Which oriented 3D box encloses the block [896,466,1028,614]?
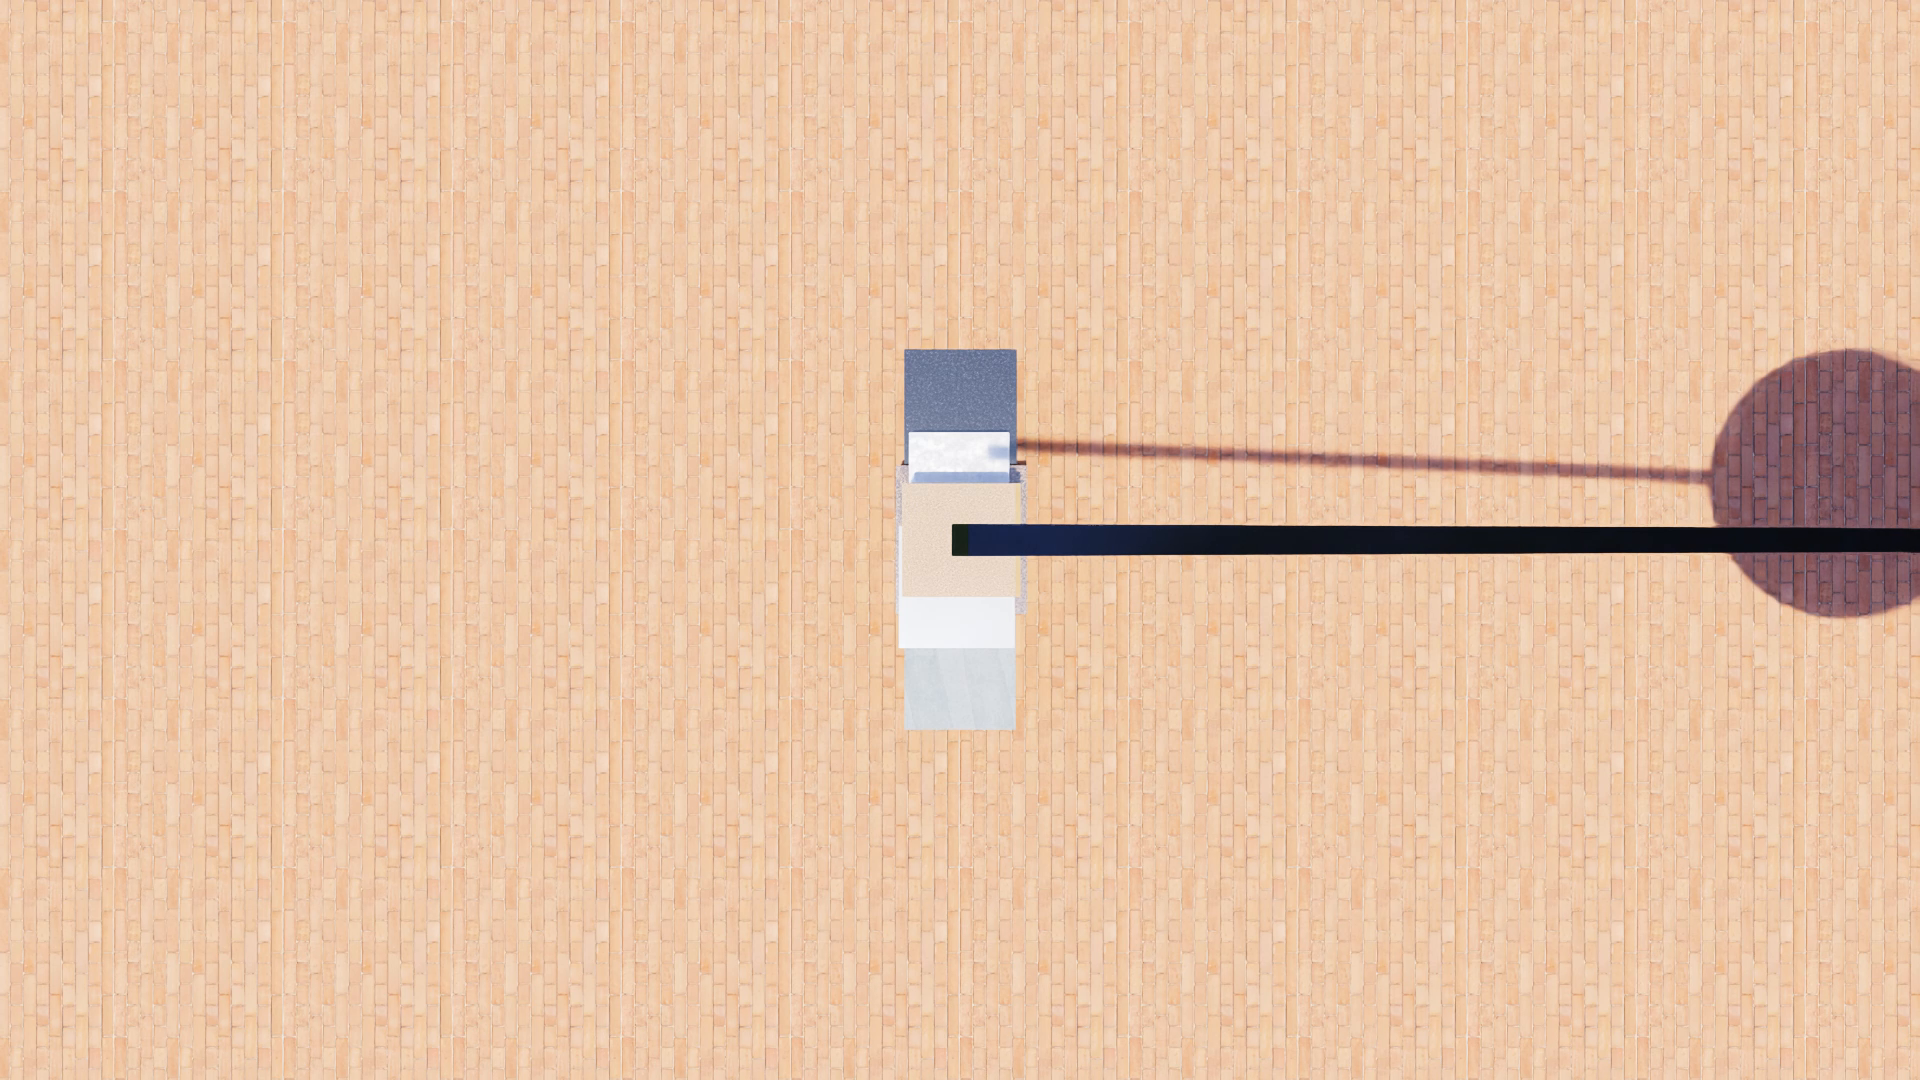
[{"bbox_3d":[0.007,-0.002,12.625,0.733,0.749,0.828,0,90,0],"label":"block"}]

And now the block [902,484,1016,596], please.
[{"bbox_3d":[-0.006,0.000,10.670,0.535,0.567,0.534,0,90,0],"label":"block"}]

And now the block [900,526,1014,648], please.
[{"bbox_3d":[-0.016,0.249,11.942,0.612,0.618,0.644,0,90,0],"label":"block"}]

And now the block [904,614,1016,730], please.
[{"bbox_3d":[0.001,0.744,12.679,0.625,0.642,0.644,0,90,0],"label":"block"}]

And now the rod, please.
[{"bbox_3d":[2.212,0.000,6.798,5.200,0.080,0.080,0,90,-32],"label":"rod"}]

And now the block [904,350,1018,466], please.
[{"bbox_3d":[0.003,-0.746,12.640,0.630,0.720,0.640,0,90,0],"label":"block"}]

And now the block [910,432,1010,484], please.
[{"bbox_3d":[-0.004,-0.327,11.968,0.533,0.566,0.489,0,90,0],"label":"block"}]

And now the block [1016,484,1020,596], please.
[{"bbox_3d":[0.015,0.000,11.293,0.574,0.679,0.567,0,90,0],"label":"block"}]
